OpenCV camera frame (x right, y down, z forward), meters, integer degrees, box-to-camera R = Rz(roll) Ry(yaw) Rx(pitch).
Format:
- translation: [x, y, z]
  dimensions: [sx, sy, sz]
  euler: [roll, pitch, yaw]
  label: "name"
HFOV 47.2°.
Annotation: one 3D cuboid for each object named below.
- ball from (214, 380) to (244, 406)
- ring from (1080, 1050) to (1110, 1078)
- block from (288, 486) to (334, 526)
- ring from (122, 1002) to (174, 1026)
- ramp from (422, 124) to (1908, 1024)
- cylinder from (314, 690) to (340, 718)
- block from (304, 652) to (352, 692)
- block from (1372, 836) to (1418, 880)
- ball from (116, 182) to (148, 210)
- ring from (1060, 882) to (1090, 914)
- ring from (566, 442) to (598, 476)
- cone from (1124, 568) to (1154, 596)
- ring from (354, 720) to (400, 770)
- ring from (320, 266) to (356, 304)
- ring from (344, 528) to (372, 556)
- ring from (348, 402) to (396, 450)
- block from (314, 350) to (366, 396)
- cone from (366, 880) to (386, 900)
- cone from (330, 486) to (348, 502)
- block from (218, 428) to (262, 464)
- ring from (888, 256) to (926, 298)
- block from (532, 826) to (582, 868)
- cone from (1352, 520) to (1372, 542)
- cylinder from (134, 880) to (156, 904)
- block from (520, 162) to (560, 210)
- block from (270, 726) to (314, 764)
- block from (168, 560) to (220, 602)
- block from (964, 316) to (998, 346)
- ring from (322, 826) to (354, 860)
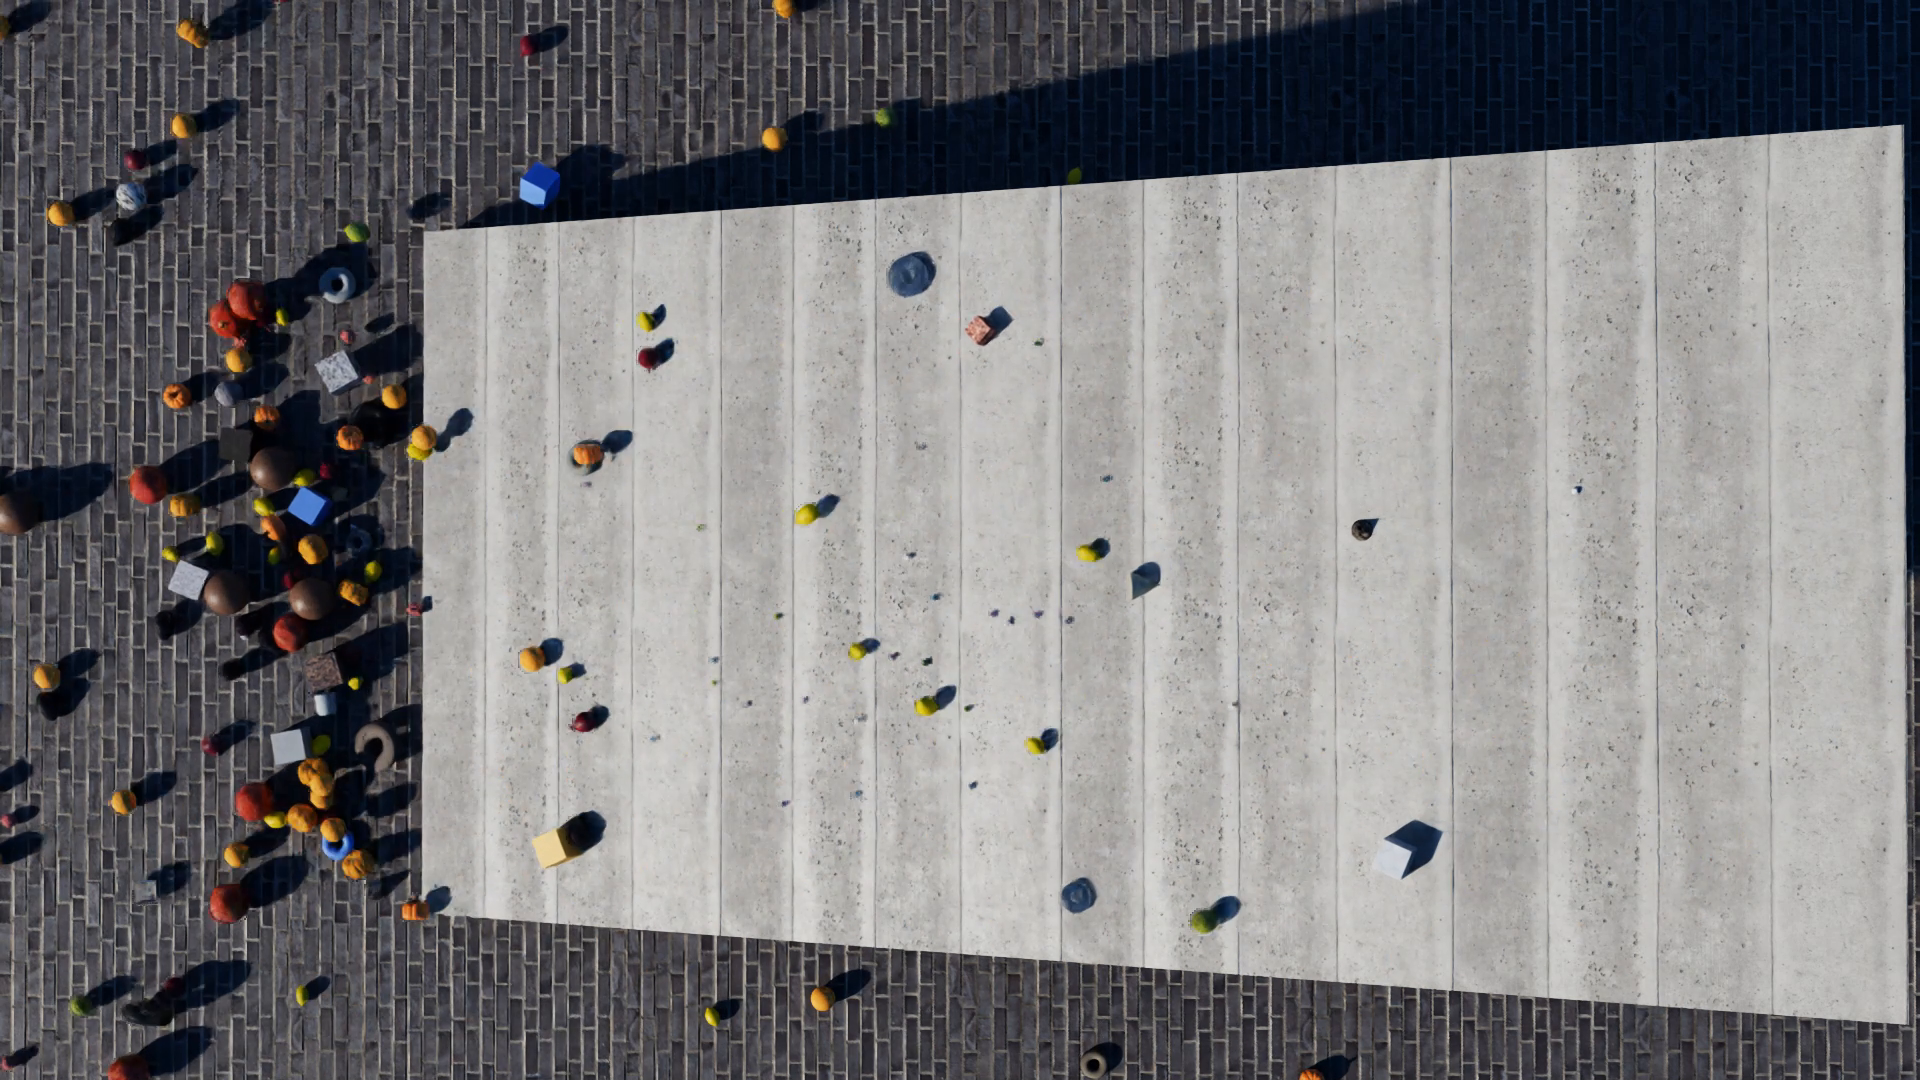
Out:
- translation: [-2.164, -0.435, 6.513]
  dimensions: [0.081, 0.081, 0.081]
  euler: [0, 89, 0]
  label: "ball"
- translation: [0.399, 1.552, 6.515]
  dimensions: [0.087, 0.029, 0.087]
  euler: [0, 89, 1]
  label: "ring"
- translation: [-1.922, -0.100, 6.507]
  dimensions: [0.084, 0.084, 0.084]
  euler: [31, 89, 0]
  label: "block"
- translation: [-2.386, 1.394, 6.462]
  dimensions: [0.143, 0.143, 0.048]
  euler: [12, 86, 0]
  label: "ring"
- translation: [0.283, 0.085, 5.717]
  dimensions: [4.000, 0.100, 2.000]
  euler: [0, 89, 23]
  label: "ramp"
- translation: [-1.875, 0.484, 6.509]
  dimensions: [0.060, 0.060, 0.060]
  euler: [-24, 68, 0]
  label: "cylinder"
- translation: [-1.869, 0.388, 6.496]
  dimensions: [0.094, 0.094, 0.094]
  euler: [-17, 89, 0]
  label: "block"
- translation: [1.046, 0.764, 5.289]
  dimensions: [0.075, 0.075, 0.075]
  euler: [23, 98, 22]
  label: "block"
- translation: [-2.454, -1.019, 6.517]
  dimensions: [0.088, 0.088, 0.088]
  euler: [0, 89, 0]
  label: "ball"
- translation: [0.296, 0.917, 5.633]
  dimensions: [0.080, 0.027, 0.080]
  euler: [0, 90, 22]
  label: "ring"
- translation: [-1.071, -0.228, 6.227]
  dimensions: [0.097, 0.032, 0.097]
  euler: [-1, 89, 22]
  label: "ring"
- translation: [0.468, 0.115, 5.565]
  dimensions: [0.076, 0.076, 0.076]
  euler: [14, 89, -26]
  label: "cone"
- translation: [-1.723, 0.608, 6.503]
  dimensions: [0.149, 0.050, 0.149]
  euler: [1, 93, 18]
  label: "ring"
- translation: [-1.851, -0.758, 6.540]
  dimensions: [0.110, 0.037, 0.110]
  euler: [0, 89, 1]
  label: "ring"
- translation: [-1.789, 0.008, 6.534]
  dimensions: [0.083, 0.028, 0.083]
  euler: [0, 89, -3]
  label: "ring"
- translation: [-1.745, -0.339, 6.528]
  dimensions: [0.147, 0.049, 0.147]
  euler: [0, 89, 1]
  label: "ring"
- translation: [-1.831, -0.496, 6.507]
  dimensions: [0.096, 0.096, 0.096]
  euler: [-29, 89, 0]
  label: "block"
- translation: [-1.737, 1.039, 6.501]
  dimensions: [0.062, 0.062, 0.062]
  euler: [0, 88, 7]
  label: "cone"
- translation: [-1.859, -0.148, 6.538]
  dimensions: [0.052, 0.052, 0.052]
  euler: [36, 89, 27]
  label: "cone"
- translation: [-2.129, -0.279, 6.505]
  dimensions: [0.093, 0.093, 0.093]
  euler: [7, 89, 0]
  label: "block"
- translation: [-0.139, -0.699, 5.833]
  dimensions: [0.111, 0.037, 0.111]
  euler: [0, 89, 22]
  label: "ring"
- translation: [-1.137, 0.867, 6.211]
  dimensions: [0.087, 0.087, 0.087]
  euler: [-25, 80, 21]
  label: "block"
- translation: [0.971, -0.024, 5.342]
  dimensions: [0.053, 0.053, 0.053]
  euler: [0, 89, 23]
  label: "cone"
- translation: [-2.410, 1.039, 6.504]
  dimensions: [0.060, 0.060, 0.060]
  euler: [-2, 92, 0]
  label: "cylinder"
- translation: [-1.241, -1.046, 6.500]
  dimensions: [0.084, 0.084, 0.084]
  euler: [28, 54, 5]
  label: "block"
- translation: [-1.971, 0.607, 6.496]
  dimensions: [0.090, 0.090, 0.090]
  euler: [-10, 89, 0]
  label: "block"
- translation: [-2.265, 0.119, 6.501]
  dimensions: [0.093, 0.093, 0.093]
  euler: [23, 89, 0]
  label: "block"
- translation: [0.054, -0.546, 5.739]
  dimensions: [0.054, 0.054, 0.054]
  euler: [47, 106, 17]
  label: "block"
- translation: [-1.844, 0.899, 6.521]
  dimensions: [0.097, 0.032, 0.097]
  euler: [0, 88, 0]
  label: "ring"
